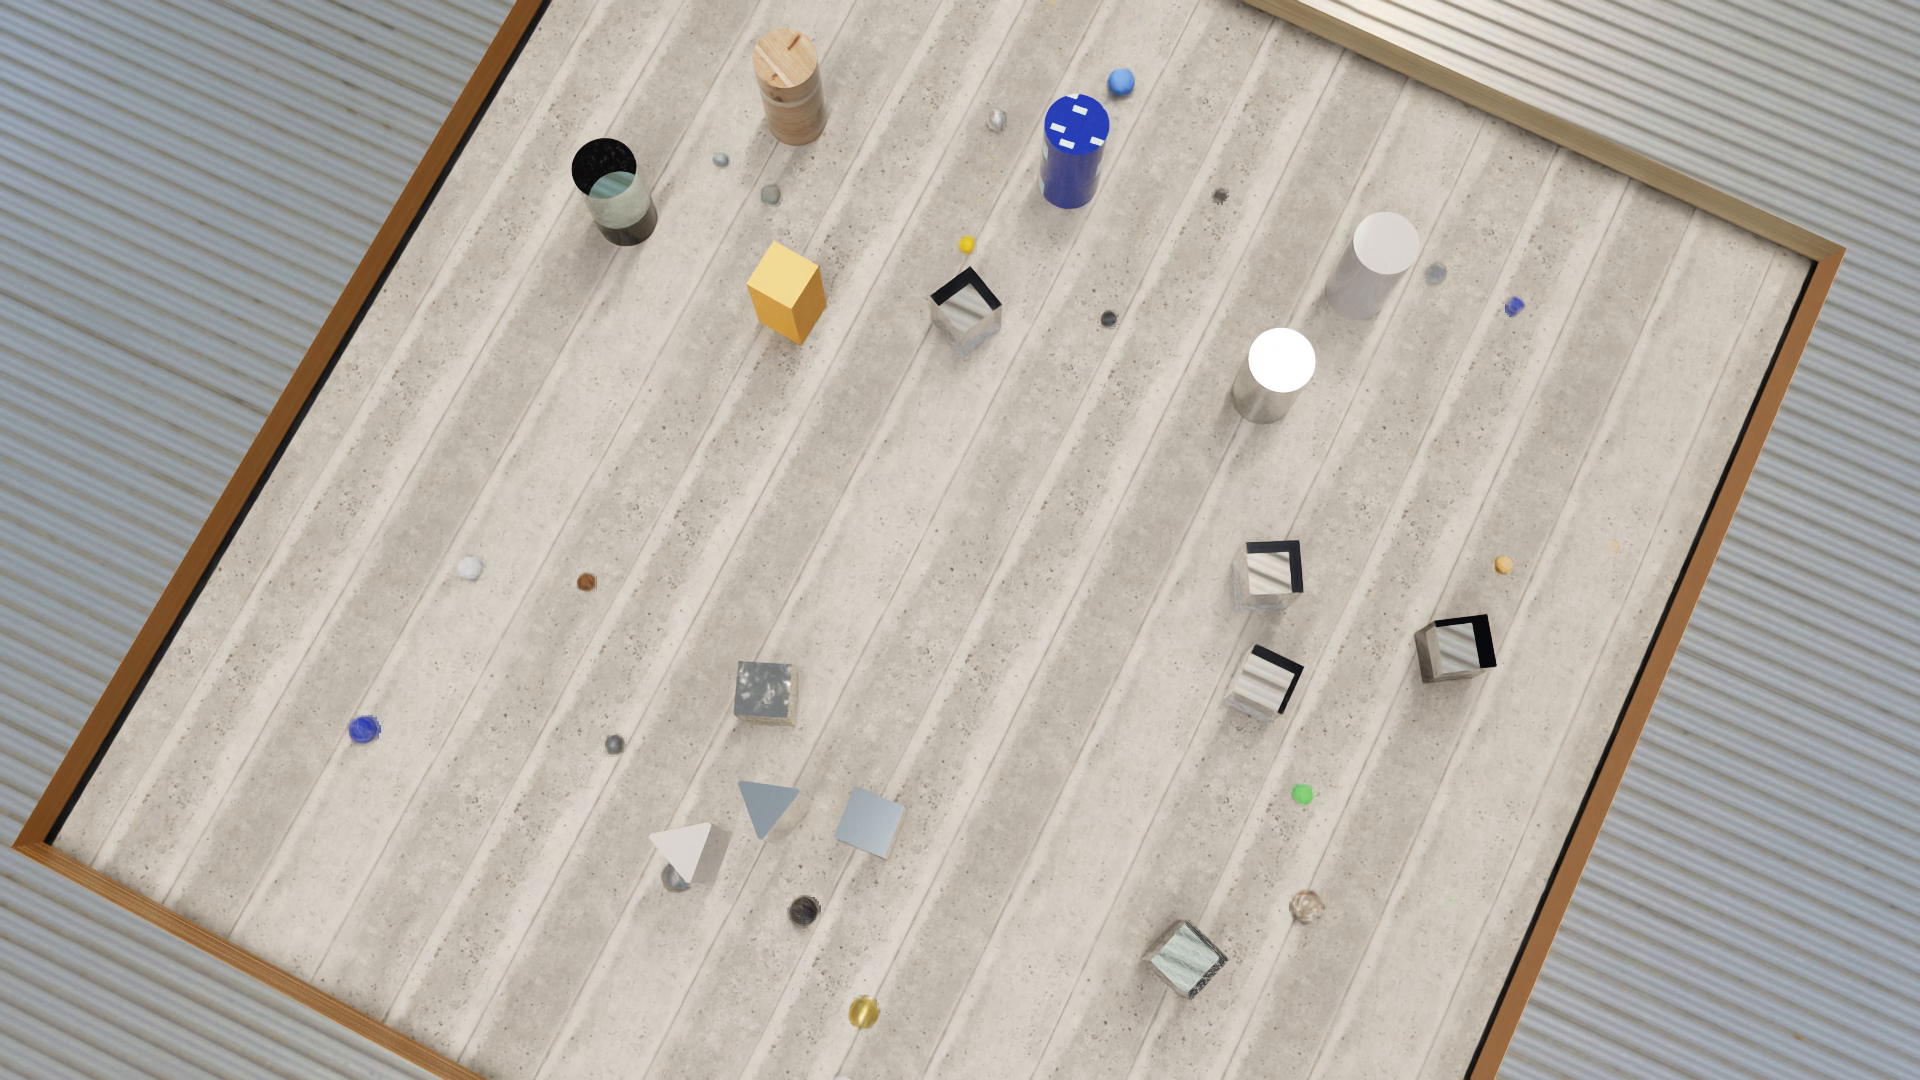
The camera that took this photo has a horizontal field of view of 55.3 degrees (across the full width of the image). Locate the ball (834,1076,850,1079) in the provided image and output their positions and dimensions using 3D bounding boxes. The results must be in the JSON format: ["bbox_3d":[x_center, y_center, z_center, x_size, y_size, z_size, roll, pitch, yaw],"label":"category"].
[{"bbox_3d":[-0.340,1.577,5.250,0.079,0.079,0.079,0,78,0],"label":"ball"}]

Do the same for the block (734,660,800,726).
[{"bbox_3d":[-0.567,0.455,5.393,0.155,0.254,0.155,4,78,1],"label":"block"}]

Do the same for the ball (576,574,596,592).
[{"bbox_3d":[-1.134,0.129,5.561,0.056,0.056,0.056,0,78,0],"label":"ball"}]

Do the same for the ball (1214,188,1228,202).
[{"bbox_3d":[0.827,-1.096,5.821,0.043,0.043,0.043,0,78,0],"label":"ball"}]

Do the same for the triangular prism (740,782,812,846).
[{"bbox_3d":[-0.546,0.750,5.215,0.146,0.482,0.168,38,81,7],"label":"triangular prism"}]

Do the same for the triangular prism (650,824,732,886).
[{"bbox_3d":[-0.731,0.864,5.193,0.146,0.479,0.168,-41,81,-8],"label":"triangular prism"}]

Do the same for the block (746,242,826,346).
[{"bbox_3d":[-0.525,-0.749,5.592,0.155,0.352,0.155,30,80,6],"label":"block"}]

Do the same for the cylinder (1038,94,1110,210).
[{"bbox_3d":[0.347,-1.191,5.647,0.194,0.423,0.194,0,78,0],"label":"cylinder"}]

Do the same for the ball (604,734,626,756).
[{"bbox_3d":[-1.029,0.610,5.459,0.061,0.061,0.061,0,78,0],"label":"ball"}]

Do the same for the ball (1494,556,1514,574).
[{"bbox_3d":[1.653,0.075,5.572,0.056,0.056,0.056,0,78,0],"label":"ball"}]

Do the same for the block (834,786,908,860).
[{"bbox_3d":[-0.256,0.823,5.308,0.155,0.270,0.155,22,79,4],"label":"block"}]

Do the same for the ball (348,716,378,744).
[{"bbox_3d":[-1.777,0.565,5.456,0.084,0.084,0.084,0,78,0],"label":"ball"}]

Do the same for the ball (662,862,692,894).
[{"bbox_3d":[-0.823,0.984,5.349,0.097,0.097,0.097,0,78,0],"label":"ball"}]

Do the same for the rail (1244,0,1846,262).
[{"bbox_3d":[0.906,-1.768,5.917,4.096,0.126,0.045,26,80,5],"label":"rail"}]

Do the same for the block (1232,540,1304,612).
[{"bbox_3d":[0.911,0.108,5.445,0.155,0.293,0.155,-3,78,-1],"label":"block"}]

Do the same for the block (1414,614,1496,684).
[{"bbox_3d":[1.463,0.325,5.422,0.155,0.249,0.155,-7,78,-1],"label":"block"}]

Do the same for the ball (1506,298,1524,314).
[{"bbox_3d":[1.739,-0.733,5.740,0.055,0.055,0.055,0,78,0],"label":"ball"}]

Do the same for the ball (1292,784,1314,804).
[{"bbox_3d":[1.017,0.753,5.430,0.061,0.061,0.061,0,78,0],"label":"ball"}]

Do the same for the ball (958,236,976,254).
[{"bbox_3d":[0.023,-0.931,5.782,0.054,0.054,0.054,0,78,0],"label":"ball"}]

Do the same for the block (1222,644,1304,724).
[{"bbox_3d":[0.890,0.426,5.401,0.155,0.250,0.155,26,79,5],"label":"block"}]

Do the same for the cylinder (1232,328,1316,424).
[{"bbox_3d":[0.942,-0.490,5.534,0.194,0.360,0.194,0,78,0],"label":"cylinder"}]

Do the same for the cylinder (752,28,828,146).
[{"bbox_3d":[-0.524,-1.401,5.692,0.194,0.419,0.194,0,78,0],"label":"cylinder"}]

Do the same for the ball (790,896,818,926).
[{"bbox_3d":[-0.456,1.085,5.349,0.085,0.085,0.085,0,78,0],"label":"ball"}]

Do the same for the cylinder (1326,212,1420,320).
[{"bbox_3d":[1.250,-0.828,5.575,0.194,0.417,0.194,0,78,0],"label":"cylinder"}]

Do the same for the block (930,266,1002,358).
[{"bbox_3d":[0.018,-0.699,5.639,0.155,0.239,0.155,-37,81,-7],"label":"block"}]

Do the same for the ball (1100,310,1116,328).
[{"bbox_3d":[0.464,-0.691,5.732,0.053,0.053,0.053,0,78,0],"label":"ball"}]

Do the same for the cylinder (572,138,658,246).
[{"bbox_3d":[-1.058,-1.065,5.637,0.194,0.391,0.194,0,78,0],"label":"cylinder"}]

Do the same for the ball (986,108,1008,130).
[{"bbox_3d":[0.118,-1.344,5.859,0.069,0.069,0.069,0,78,0],"label":"ball"}]

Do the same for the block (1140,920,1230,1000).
[{"bbox_3d":[0.637,1.193,5.217,0.155,0.299,0.155,43,82,8],"label":"block"}]

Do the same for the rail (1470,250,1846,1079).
[{"bbox_3d":[1.811,0.893,5.366,0.045,0.126,4.099,26,80,5],"label":"rail"}]

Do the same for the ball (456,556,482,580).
[{"bbox_3d":[-1.488,0.085,5.560,0.076,0.076,0.076,0,78,0],"label":"ball"}]

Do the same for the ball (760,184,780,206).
[{"bbox_3d":[-0.601,-1.095,5.810,0.066,0.066,0.066,0,78,0],"label":"ball"}]

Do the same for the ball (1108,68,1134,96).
[{"bbox_3d":[0.516,-1.470,5.876,0.087,0.087,0.087,0,78,0],"label":"ball"}]

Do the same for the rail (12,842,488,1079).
[{"bbox_3d":[-0.906,1.781,5.183,4.096,0.126,0.045,26,80,5],"label":"rail"}]

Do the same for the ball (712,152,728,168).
[{"bbox_3d":[-0.764,-1.213,5.843,0.048,0.048,0.048,0,78,0],"label":"ball"}]

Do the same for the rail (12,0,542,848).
[{"bbox_3d":[-1.811,-0.880,5.733,0.045,0.126,4.099,26,80,5],"label":"rail"}]

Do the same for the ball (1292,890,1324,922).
[{"bbox_3d":[1.015,1.069,5.348,0.094,0.094,0.094,0,78,0],"label":"ball"}]

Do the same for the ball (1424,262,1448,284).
[{"bbox_3d":[1.496,-0.839,5.754,0.070,0.070,0.070,0,78,0],"label":"ball"}]

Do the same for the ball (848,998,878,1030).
[{"bbox_3d":[-0.279,1.366,5.288,0.090,0.090,0.090,0,78,0],"label":"ball"}]
